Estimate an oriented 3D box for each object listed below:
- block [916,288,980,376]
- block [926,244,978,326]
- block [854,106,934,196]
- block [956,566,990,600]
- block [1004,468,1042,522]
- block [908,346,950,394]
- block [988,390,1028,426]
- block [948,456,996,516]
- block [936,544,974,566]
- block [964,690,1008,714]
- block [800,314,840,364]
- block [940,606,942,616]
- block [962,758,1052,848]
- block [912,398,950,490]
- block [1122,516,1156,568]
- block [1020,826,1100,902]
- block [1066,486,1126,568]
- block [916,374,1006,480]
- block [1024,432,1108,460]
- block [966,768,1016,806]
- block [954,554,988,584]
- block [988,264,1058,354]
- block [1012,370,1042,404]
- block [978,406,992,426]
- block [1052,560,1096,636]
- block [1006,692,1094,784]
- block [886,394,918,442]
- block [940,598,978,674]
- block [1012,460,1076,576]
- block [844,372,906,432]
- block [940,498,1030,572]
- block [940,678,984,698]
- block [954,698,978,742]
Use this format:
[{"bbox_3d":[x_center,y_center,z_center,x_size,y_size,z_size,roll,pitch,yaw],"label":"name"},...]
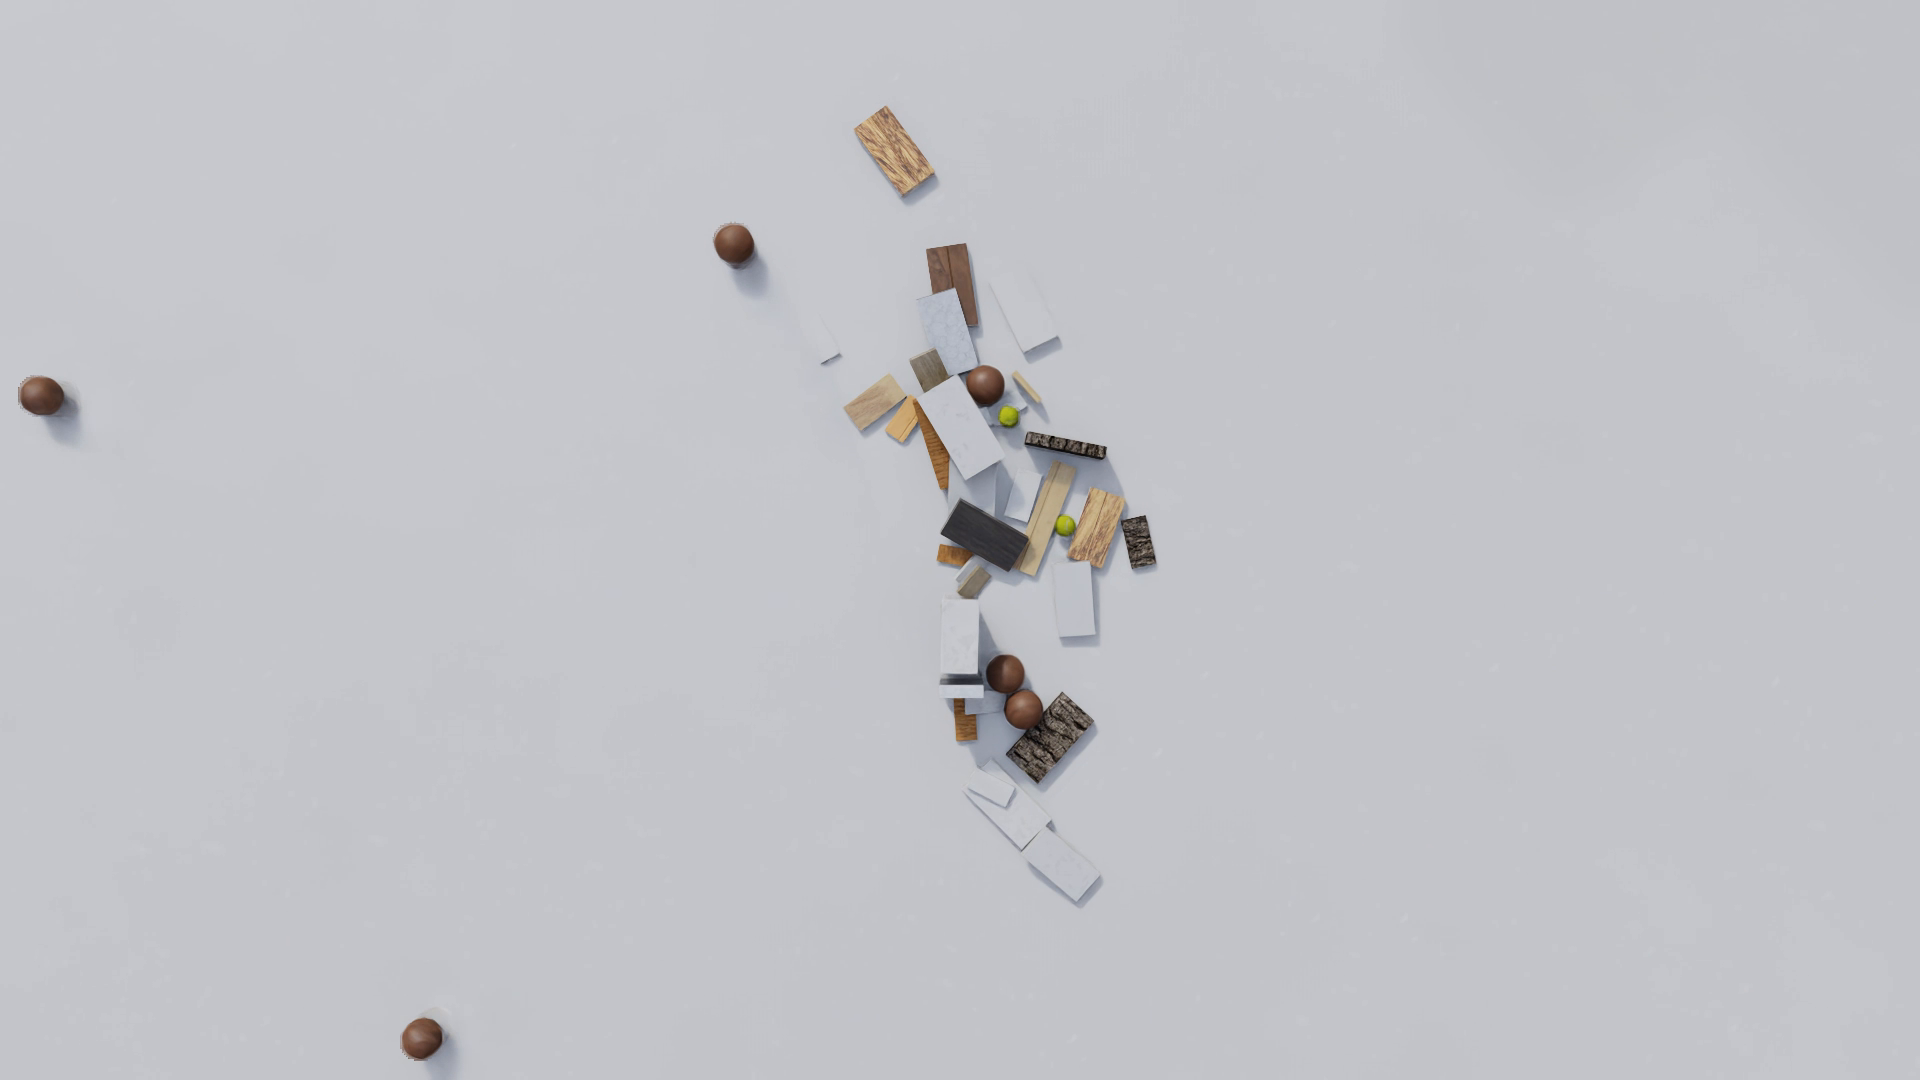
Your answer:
[{"bbox_3d":[-0.041,-0.683,5.446,0.135,0.038,0.271,-17,104,2],"label":"block"},{"bbox_3d":[-0.026,-0.840,5.481,0.135,0.038,0.271,-9,90,0],"label":"block"},{"bbox_3d":[-0.218,-1.292,5.481,0.135,0.038,0.271,-36,90,0],"label":"block"},{"bbox_3d":[0.046,0.145,5.479,0.058,0.016,0.115,40,90,-28],"label":"block"},{"bbox_3d":[0.210,-0.149,5.488,0.082,0.023,0.165,17,90,0],"label":"block"},{"bbox_3d":[-0.085,-0.530,5.447,0.096,0.027,0.193,-24,112,5],"label":"block"},{"bbox_3d":[0.153,-0.438,5.491,0.129,0.018,0.064,-34,90,0],"label":"block"},{"bbox_3d":[0.038,-0.159,5.434,0.154,0.044,0.309,1,106,-2],"label":"block"},{"bbox_3d":[-0.017,0.052,5.492,0.115,0.016,0.058,11,90,0],"label":"block"},{"bbox_3d":[0.085,0.538,5.476,0.142,0.020,0.071,-4,90,-11],"label":"block"},{"bbox_3d":[-0.468,-0.668,5.490,0.073,0.021,0.147,-30,90,0],"label":"block"},{"bbox_3d":[-0.002,0.230,5.382,0.118,0.236,0.033,1,89,0],"label":"block"},{"bbox_3d":[0.154,0.875,5.480,0.281,0.040,0.140,45,90,0],"label":"block"},{"bbox_3d":[-0.036,-0.335,5.427,0.154,0.044,0.309,-16,108,4],"label":"block"},{"bbox_3d":[0.595,0.006,5.488,0.082,0.023,0.165,-12,90,0],"label":"block"},{"bbox_3d":[0.334,1.072,5.463,0.244,0.035,0.122,42,90,-9],"label":"block"},{"bbox_3d":[0.453,-0.041,5.483,0.122,0.035,0.244,19,90,0],"label":"block"},{"bbox_3d":[0.004,-0.366,5.342,0.154,0.044,0.309,-31,95,1],"label":"block"},{"bbox_3d":[0.347,-0.311,5.434,0.263,0.131,0.037,11,90,0],"label":"block"},{"bbox_3d":[0.102,0.815,5.450,0.142,0.020,0.071,27,90,0],"label":"block"},{"bbox_3d":[0.037,0.101,5.479,0.058,0.016,0.115,40,90,-28],"label":"block"},{"bbox_3d":[0.211,-0.769,5.481,0.131,0.037,0.263,-26,90,0],"label":"block"},{"bbox_3d":[0.221,-0.506,5.468,0.018,0.064,0.129,-42,90,0],"label":"block"},{"bbox_3d":[0.038,-0.392,5.450,0.129,0.018,0.064,-21,108,-1],"label":"block"},{"bbox_3d":[0.378,0.194,5.465,0.122,0.035,0.244,-4,97,3],"label":"block"},{"bbox_3d":[0.298,0.657,5.480,0.140,0.040,0.281,42,90,0],"label":"block"},{"bbox_3d":[-0.179,-0.404,5.490,0.073,0.021,0.147,35,90,0],"label":"block"},{"bbox_3d":[-0.001,0.307,5.247,0.118,0.033,0.236,1,90,0],"label":"block"},{"bbox_3d":[0.280,-0.073,5.488,0.082,0.023,0.386,21,90,0],"label":"block"},{"bbox_3d":[-0.282,-0.459,5.486,0.193,0.027,0.096,-37,90,0],"label":"block"},{"bbox_3d":[0.080,-0.016,5.434,0.263,0.037,0.131,29,103,-9],"label":"block"},{"bbox_3d":[0.005,0.480,5.360,0.140,0.281,0.040,0,90,0],"label":"block"},{"bbox_3d":[0.018,0.595,5.490,0.071,0.020,0.142,-3,90,0],"label":"block"}]
